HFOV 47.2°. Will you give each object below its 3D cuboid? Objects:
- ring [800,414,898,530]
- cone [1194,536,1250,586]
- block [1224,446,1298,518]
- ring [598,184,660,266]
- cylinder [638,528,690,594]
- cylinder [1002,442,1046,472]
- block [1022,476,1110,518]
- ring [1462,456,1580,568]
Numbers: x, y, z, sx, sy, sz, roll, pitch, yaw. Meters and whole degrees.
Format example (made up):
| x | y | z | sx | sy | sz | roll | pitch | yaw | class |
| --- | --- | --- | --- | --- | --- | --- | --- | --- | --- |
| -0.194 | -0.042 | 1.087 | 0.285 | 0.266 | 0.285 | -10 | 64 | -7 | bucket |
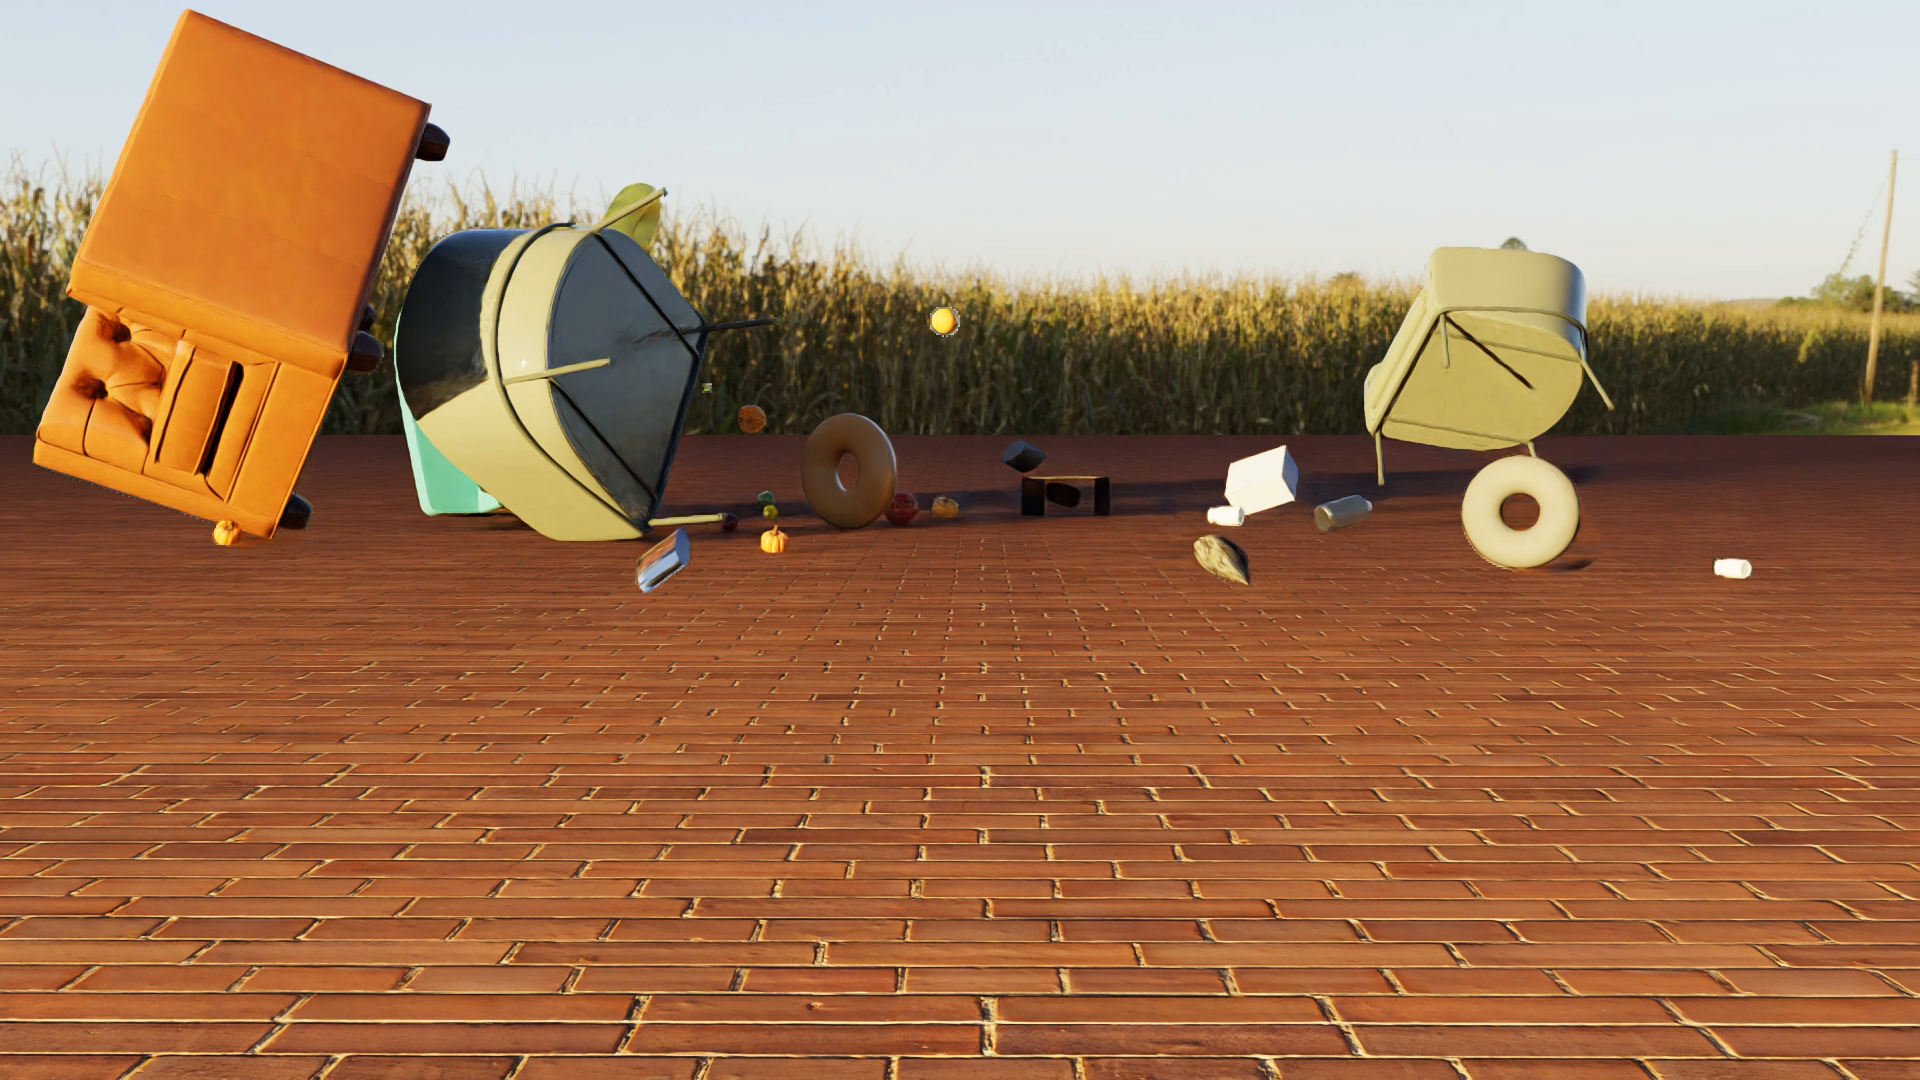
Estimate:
| x | y | z | sx | sy | sz | roll | pitch | yaw | class |
| --- | --- | --- | --- | --- | --- | --- | --- | --- | --- |
| -0.360 | -0.221 | 7.073 | 0.105 | 0.373 | 0.441 | 1 | 9 | -43 | ring |
| 0.638 | 0.072 | 5.102 | 0.167 | 0.088 | 0.163 | 30 | 11 | -27 | cone |
| 1.055 | -0.204 | 7.681 | 0.213 | 0.112 | 0.173 | -18 | 32 | 27 | block |
| -1.038 | -0.992 | 6.920 | 0.105 | 0.235 | 0.405 | 14 | 33 | 5 | ring |
| -0.652 | 0.045 | 4.843 | 0.118 | 0.121 | 0.046 | -35 | -54 | 22 | cylinder |
| 0.223 | -0.293 | 7.781 | 0.086 | 0.070 | 0.164 | 27 | -26 | -21 | cylinder |
| 0.374 | -0.155 | 7.810 | 0.262 | 0.136 | 0.174 | -2 | 4 | -26 | block |
| 1.363 | -0.069 | 5.348 | 0.295 | 0.275 | 0.062 | 28 | 7 | 31 | ring |
